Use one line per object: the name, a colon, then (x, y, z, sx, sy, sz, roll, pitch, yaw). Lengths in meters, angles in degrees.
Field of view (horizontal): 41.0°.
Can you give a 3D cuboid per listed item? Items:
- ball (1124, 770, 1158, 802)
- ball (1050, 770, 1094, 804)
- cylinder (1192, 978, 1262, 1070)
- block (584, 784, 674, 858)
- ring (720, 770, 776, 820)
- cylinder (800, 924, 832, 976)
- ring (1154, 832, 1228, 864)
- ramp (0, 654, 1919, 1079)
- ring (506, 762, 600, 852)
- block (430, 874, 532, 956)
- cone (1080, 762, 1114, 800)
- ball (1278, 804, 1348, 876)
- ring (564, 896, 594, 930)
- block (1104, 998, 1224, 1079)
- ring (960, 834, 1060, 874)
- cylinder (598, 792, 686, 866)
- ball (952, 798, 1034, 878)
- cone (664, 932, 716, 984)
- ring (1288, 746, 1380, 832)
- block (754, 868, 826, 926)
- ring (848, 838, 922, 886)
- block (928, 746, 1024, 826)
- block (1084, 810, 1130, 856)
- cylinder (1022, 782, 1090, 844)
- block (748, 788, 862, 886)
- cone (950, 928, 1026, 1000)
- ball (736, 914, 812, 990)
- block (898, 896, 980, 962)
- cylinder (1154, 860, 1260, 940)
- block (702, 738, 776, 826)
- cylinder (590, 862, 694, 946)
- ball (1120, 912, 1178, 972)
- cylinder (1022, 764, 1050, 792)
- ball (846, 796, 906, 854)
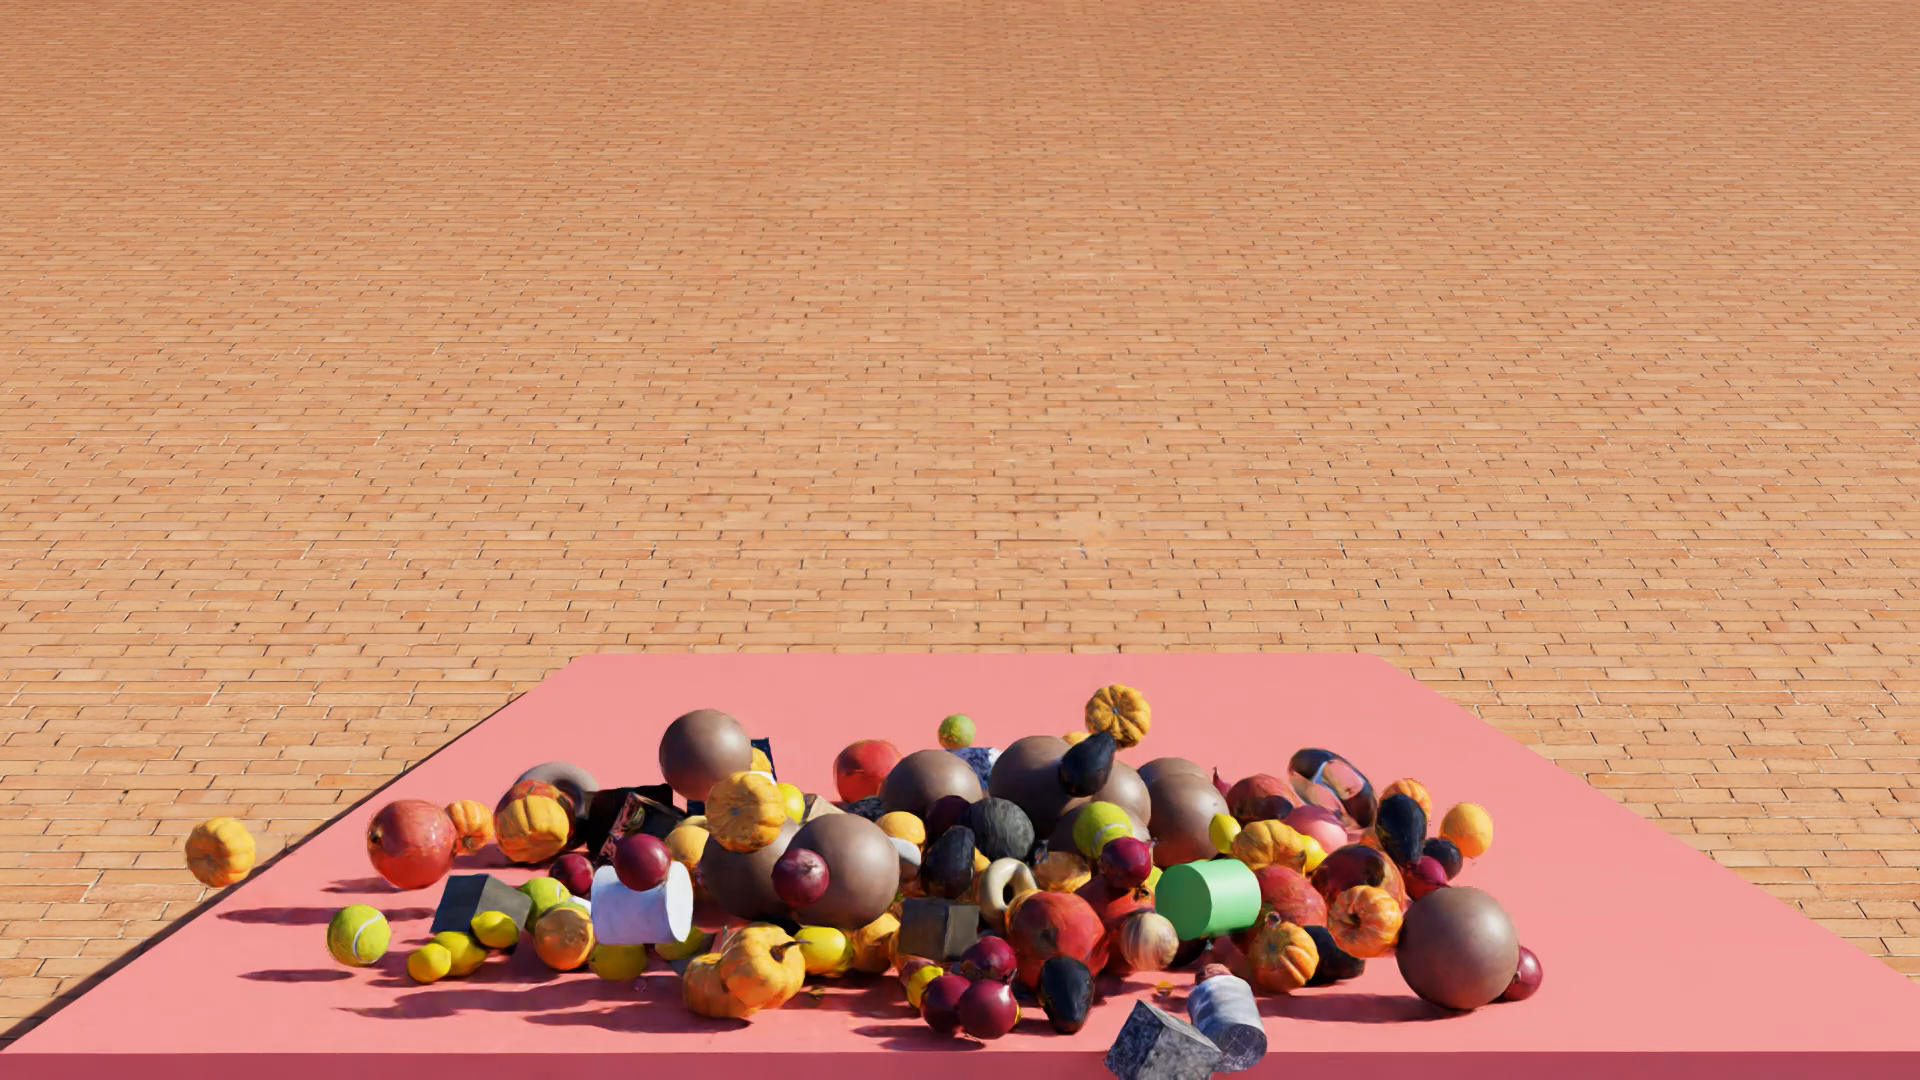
ball: (0.290, 0.392, 4.100, 0.054, 0.054, 0.054, 0, 21, 0)
ball: (0.159, 0.362, 3.694, 0.064, 0.064, 0.064, 0, 21, 0)
cylinder: (0.261, 0.474, 2.516, 0.066, 0.066, 0.066, 2, 53, 6)
block: (-0.461, 0.393, 3.591, 0.093, 0.093, 0.093, -2, -6, -33)
ring: (-0.267, 0.321, 3.231, 0.078, 0.078, 0.026, -14, 50, -32)
cylinder: (-0.178, 0.458, 2.877, 0.055, 0.055, 0.055, 1, 20, 20)
ring: (0.322, 0.430, 3.583, 0.101, 0.034, 0.101, -1, 5, 0)
ramp: (0.049, 0.446, 4.532, 2.000, 0.100, 4.000, 0, 3, 0)
ring: (-0.578, 0.382, 3.671, 0.141, 0.047, 0.141, 4, 57, -6)
block: (-0.547, 0.429, 2.937, 0.070, 0.070, 0.070, -9, 54, 40)
cone: (0.227, 0.387, 4.101, 0.064, 0.064, 0.064, -8, -1, -19)
ball: (0.477, 0.406, 3.478, 0.095, 0.095, 0.095, 0, 21, 0)
ring: (-0.434, 0.450, 3.059, 0.081, 0.027, 0.081, 27, -9, 4)
block: (0.193, 0.491, 2.440, 0.069, 0.069, 0.069, 29, 1, -20)
ring: (0.060, 0.391, 3.201, 0.131, 0.044, 0.131, 1, 2, 0)
cylinder: (-0.410, 0.391, 3.350, 0.093, 0.093, 0.093, 27, -3, 2)
ball: (0.040, 0.359, 3.090, 0.099, 0.099, 0.099, 0, 21, 0)
cone: (-0.286, 0.448, 2.831, 0.057, 0.057, 0.057, 38, 24, -20)
ring: (0.508, 0.339, 3.500, 0.144, 0.144, 0.048, 22, 60, 44)
block: (-0.203, 0.437, 3.053, 0.078, 0.078, 0.078, -2, 3, -9)
ring: (-0.085, 0.364, 2.906, 0.083, 0.083, 0.028, -3, 55, -7)
block: (0.022, 0.343, 3.542, 0.093, 0.093, 0.093, -7, -21, 32)
block: (0.208, 0.416, 3.656, 0.054, 0.054, 0.054, 1, 3, 18)
cylinder: (0.133, 0.378, 3.536, 0.079, 0.079, 0.079, -10, 19, 11)
block: (-0.194, 0.370, 3.206, 0.085, 0.085, 0.085, 2, -28, 45)
cone: (0.045, 0.474, 2.772, 0.079, 0.079, 0.079, -20, 48, -41)
ball: (-0.203, 0.449, 2.800, 0.082, 0.082, 0.082, 0, 21, 0)
block: (-0.022, 0.414, 2.736, 0.059, 0.059, 0.059, 6, -3, 35)
cylinder: (0.269, 0.390, 2.790, 0.082, 0.082, 0.082, 20, 10, 41)
block: (-0.334, 0.366, 3.885, 0.092, 0.092, 0.092, 1, 36, -14)
cylinder: (-0.338, 0.387, 2.737, 0.085, 0.085, 0.085, -5, 20, 12)
ball: (0.201, 0.428, 2.733, 0.063, 0.063, 0.063, 0, 21, 0)
cylinder: (0.109, 0.385, 3.957, 0.059, 0.059, 0.059, 38, 29, 5)
ball: (-0.122, 0.402, 3.582, 0.091, 0.091, 0.091, 0, 21, 0)
